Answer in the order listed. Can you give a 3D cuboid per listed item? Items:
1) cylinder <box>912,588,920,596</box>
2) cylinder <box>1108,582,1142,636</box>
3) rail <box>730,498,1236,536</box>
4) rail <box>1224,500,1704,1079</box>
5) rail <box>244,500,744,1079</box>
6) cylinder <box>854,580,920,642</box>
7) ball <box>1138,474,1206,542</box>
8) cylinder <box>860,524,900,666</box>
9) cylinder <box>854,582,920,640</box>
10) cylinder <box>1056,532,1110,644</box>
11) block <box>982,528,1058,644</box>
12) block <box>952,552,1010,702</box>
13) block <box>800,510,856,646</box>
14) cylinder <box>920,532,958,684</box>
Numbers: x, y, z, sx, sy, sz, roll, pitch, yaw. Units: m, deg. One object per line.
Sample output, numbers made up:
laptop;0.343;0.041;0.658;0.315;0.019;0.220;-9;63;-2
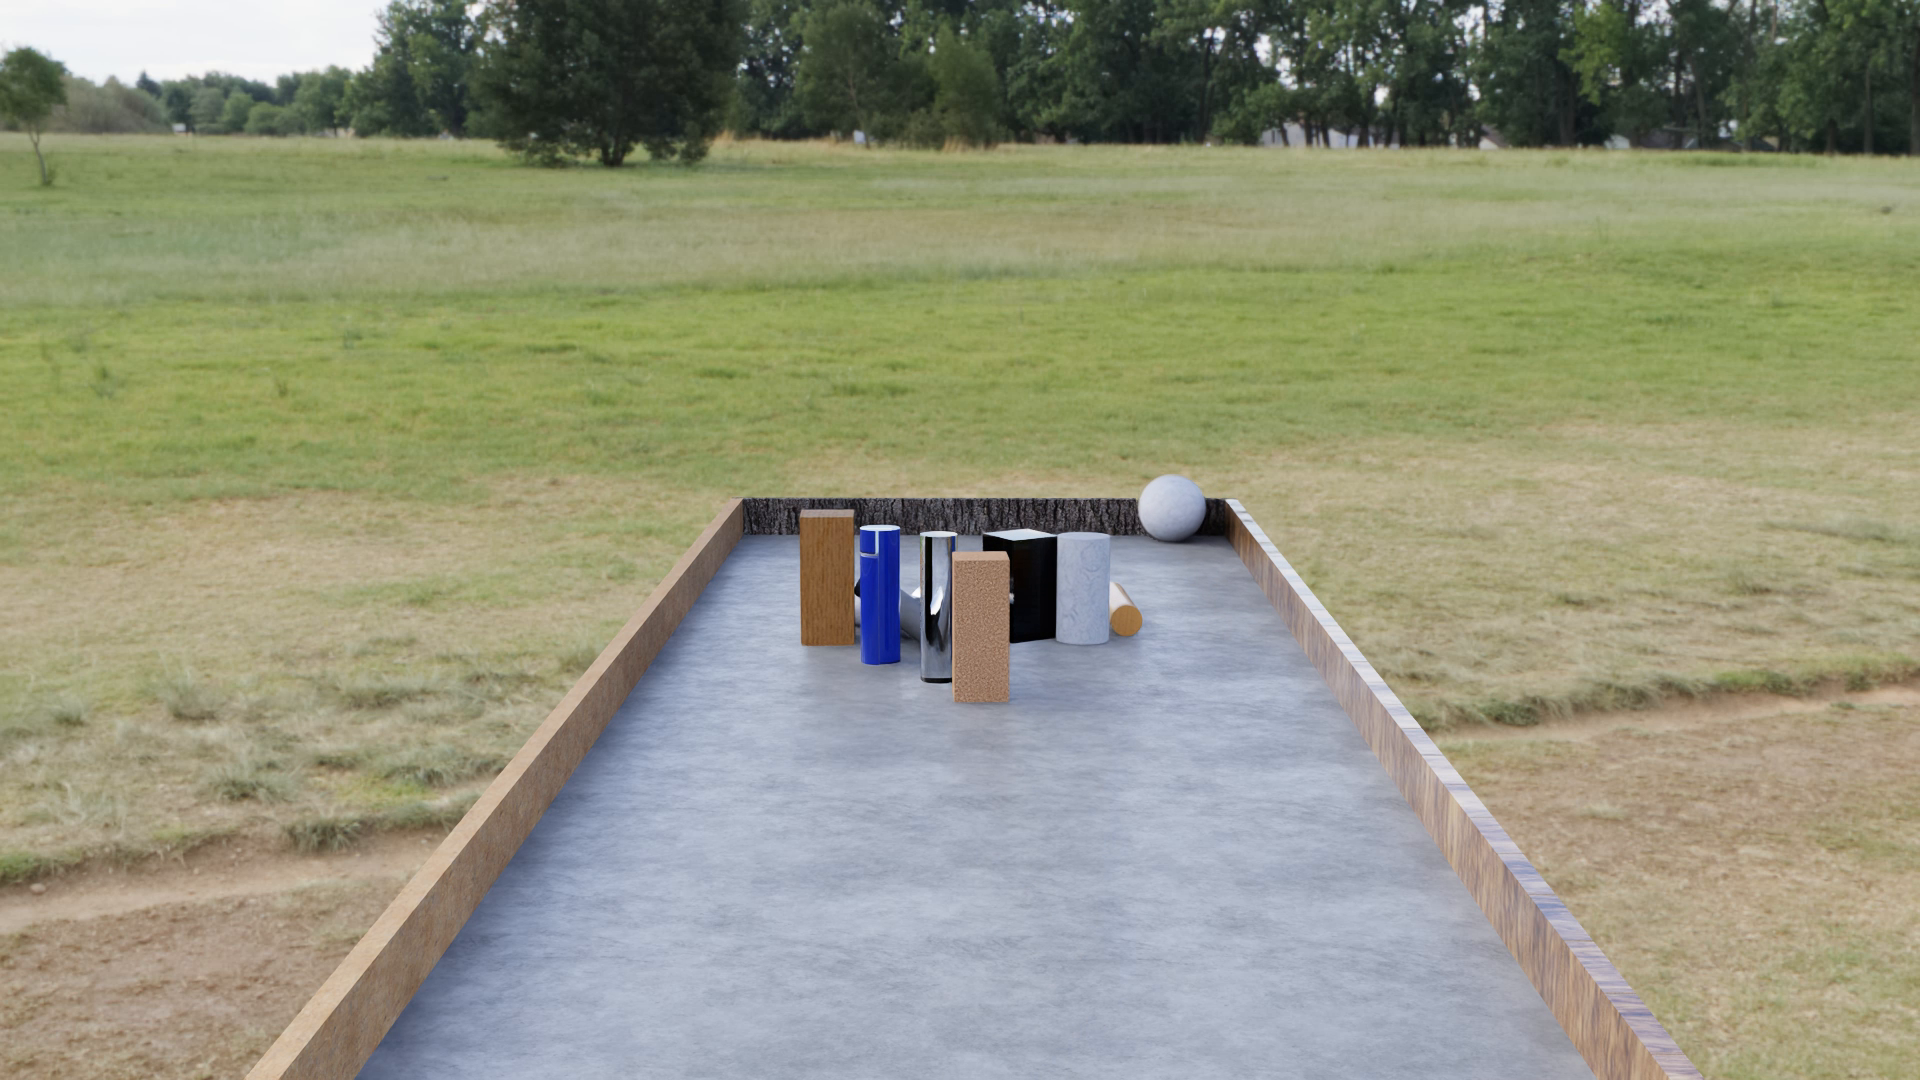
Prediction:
cylinder;-0.005;0.237;7.075;0.137;0.137;0.380;-6;11;-32
cylinder;0.524;0.225;7.265;0.101;0.101;0.429;0;9;-3
rail;0.099;-0.098;9.147;2.100;0.150;0.050;0;9;1
rail;1.046;0.843;3.208;0.050;0.150;12.000;0;9;1
rail;-1.004;0.839;3.234;0.050;0.150;12.000;0;9;1
cylinder;-0.186;0.216;6.906;0.309;0.101;0.101;35;25;25
ball;0.863;-0.130;8.951;0.276;0.276;0.276;0;9;0
cylinder;-0.241;0.166;6.656;0.122;0.409;0.122;0;9;0
cylinder;-0.256;0.226;7.151;0.136;0.136;0.395;-7;11;-38
cylinder;0.390;0.152;6.975;0.169;0.334;0.169;0;8;0
block;0.194;0.145;7.039;0.175;0.330;0.175;-6;11;-33
block;0.058;0.243;6.193;0.153;0.402;0.153;0;9;-3
block;-0.419;0.117;6.968;0.168;0.408;0.168;0;9;-2
cylinder;-0.061;0.196;6.400;0.108;0.431;0.108;0;9;0
